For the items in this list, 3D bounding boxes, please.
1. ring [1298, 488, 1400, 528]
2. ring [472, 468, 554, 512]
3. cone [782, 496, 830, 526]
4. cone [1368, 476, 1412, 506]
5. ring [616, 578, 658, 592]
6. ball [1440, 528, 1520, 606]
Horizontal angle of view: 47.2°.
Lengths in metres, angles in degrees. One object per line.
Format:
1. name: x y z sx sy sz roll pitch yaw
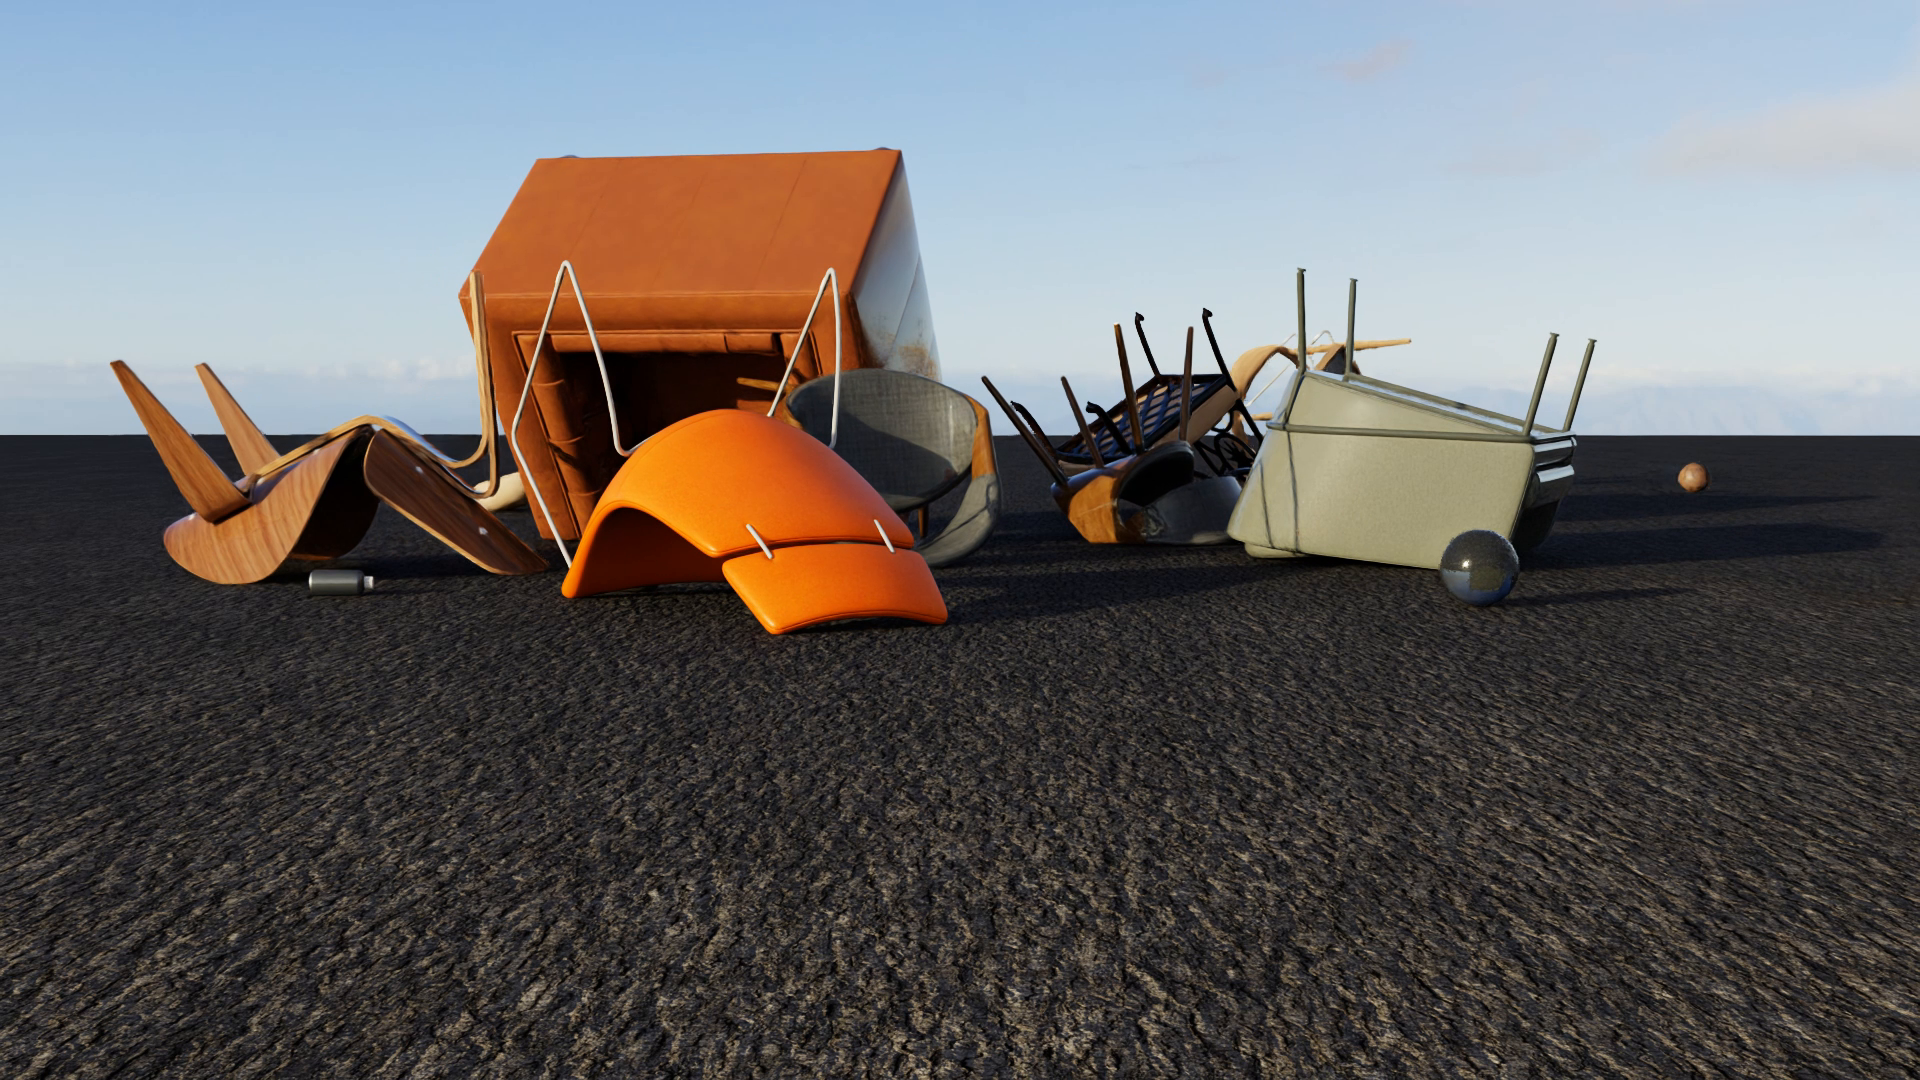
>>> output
1. ring: 1.284 -0.106 7.254 0.279 0.116 0.448 2 5 41
2. ring: -1.650 -0.181 8.113 0.333 0.114 0.288 -9 9 32
3. cone: -0.493 -0.072 7.259 0.156 0.105 0.090 21 -30 25
4. cone: 1.588 -0.143 8.147 0.161 0.183 0.092 1 49 14
5. ring: -0.719 0.101 4.902 0.091 0.025 0.102 2 4 13
6. ball: 1.075 0.057 4.549 0.160 0.160 0.160 0 4 0
